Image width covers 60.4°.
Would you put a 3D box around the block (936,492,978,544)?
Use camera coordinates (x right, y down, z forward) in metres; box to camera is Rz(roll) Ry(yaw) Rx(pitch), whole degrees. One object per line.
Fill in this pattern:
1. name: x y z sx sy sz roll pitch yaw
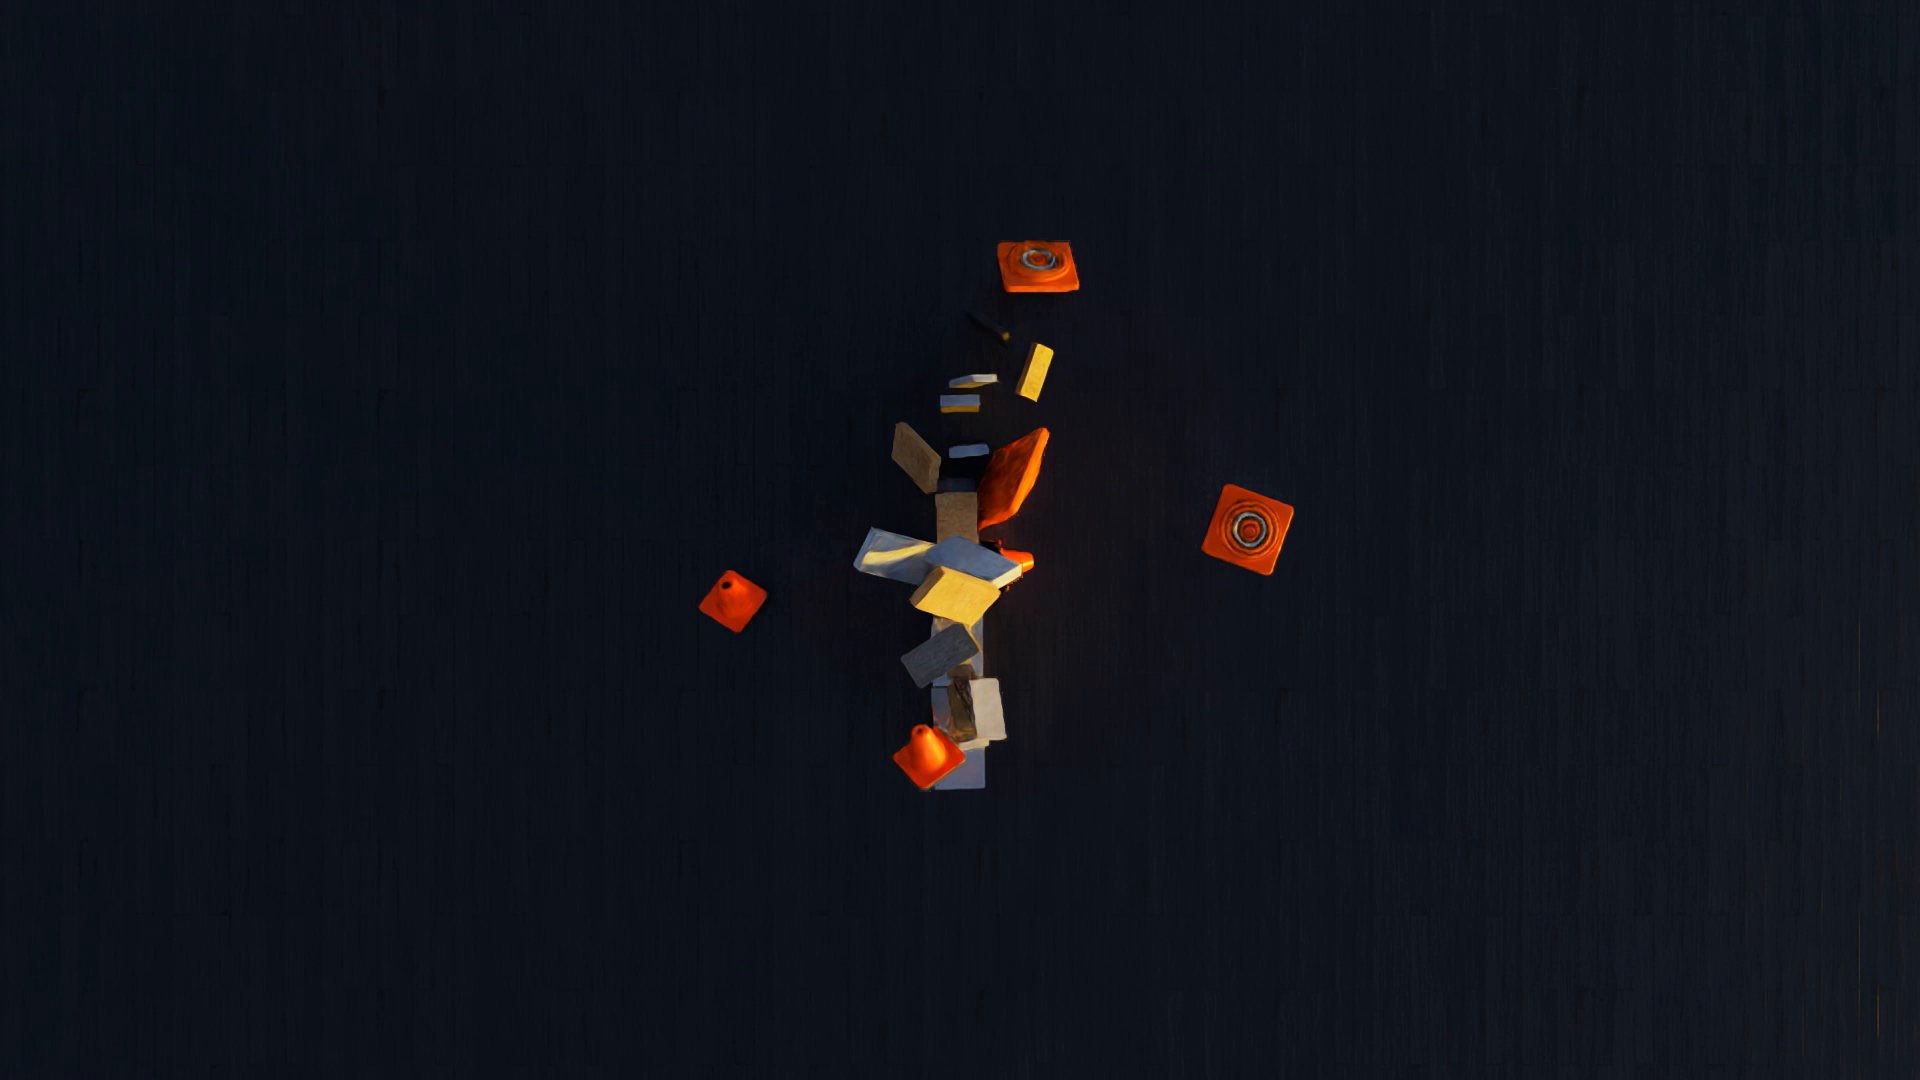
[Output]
1. block: -0.008 -0.020 5.222 0.129 0.037 0.258 -2 90 1

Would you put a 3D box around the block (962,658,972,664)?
1. block: -0.024 0.278 5.069 0.113 0.032 0.225 -5 56 5

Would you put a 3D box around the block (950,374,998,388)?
1. block: 0.044 -0.521 5.402 0.088 0.176 0.025 -3 90 -27

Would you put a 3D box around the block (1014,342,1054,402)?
1. block: 0.243 -0.548 5.374 0.025 0.088 0.175 20 92 42

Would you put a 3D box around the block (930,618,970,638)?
1. block: -0.012 0.185 5.088 0.112 0.032 0.286 3 54 10

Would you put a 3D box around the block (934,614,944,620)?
1. block: -0.034 0.213 4.958 0.080 0.160 0.023 -19 91 -5

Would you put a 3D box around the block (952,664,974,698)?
1. block: 0.014 0.431 5.082 0.068 0.136 0.019 -7 126 -9

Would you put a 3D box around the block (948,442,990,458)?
1. block: 0.032 -0.293 5.370 0.126 0.252 0.036 -6 94 3

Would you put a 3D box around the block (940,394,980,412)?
1. block: 0.000 -0.444 5.374 0.126 0.252 0.036 -1 90 0

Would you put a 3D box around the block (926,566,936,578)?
1. block: -0.074 0.136 5.095 0.023 0.160 0.080 22 122 -19

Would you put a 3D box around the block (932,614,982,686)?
1. block: -0.006 0.300 5.170 0.156 0.044 0.311 0 90 0

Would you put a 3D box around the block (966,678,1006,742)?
1. block: 0.080 0.511 4.967 0.092 0.026 0.185 0 68 -20

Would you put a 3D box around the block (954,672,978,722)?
1. block: 0.038 0.474 5.008 0.068 0.019 0.136 -22 83 -17

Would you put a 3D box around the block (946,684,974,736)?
1. block: 0.019 0.517 5.055 0.092 0.185 0.026 -6 133 -7

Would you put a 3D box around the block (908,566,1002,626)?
1. block: -0.011 0.162 4.764 0.135 0.271 0.038 -49 53 17

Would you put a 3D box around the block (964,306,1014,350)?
1. block: 0.096 -0.693 5.388 0.176 0.088 0.025 38 82 29

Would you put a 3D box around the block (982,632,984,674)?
1. block: -0.002 0.347 5.346 0.156 0.311 0.044 0 110 0

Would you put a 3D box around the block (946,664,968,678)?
1. block: -0.007 0.366 5.102 0.068 0.019 0.136 0 56 0

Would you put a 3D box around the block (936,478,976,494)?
1. block: -0.013 -0.157 5.370 0.129 0.258 0.037 -1 105 0

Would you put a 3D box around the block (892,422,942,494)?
1. block: -0.142 -0.265 5.290 0.036 0.252 0.126 -8 123 -28

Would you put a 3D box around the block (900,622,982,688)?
1. block: -0.057 0.343 4.973 0.225 0.032 0.112 -33 88 15

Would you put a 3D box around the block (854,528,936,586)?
1. block: -0.186 0.055 5.118 0.271 0.038 0.135 15 109 -37

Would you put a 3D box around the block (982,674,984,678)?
1. block: -0.004 0.444 5.341 0.159 0.318 0.045 0 105 0

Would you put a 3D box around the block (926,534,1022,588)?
1. block: 0.039 0.069 5.006 0.271 0.135 0.038 25 130 37

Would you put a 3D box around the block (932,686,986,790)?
1. block: -0.005 0.617 5.159 0.159 0.045 0.318 -1 90 0

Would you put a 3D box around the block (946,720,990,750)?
1. block: 0.024 0.591 5.038 0.092 0.184 0.026 -7 106 -10
